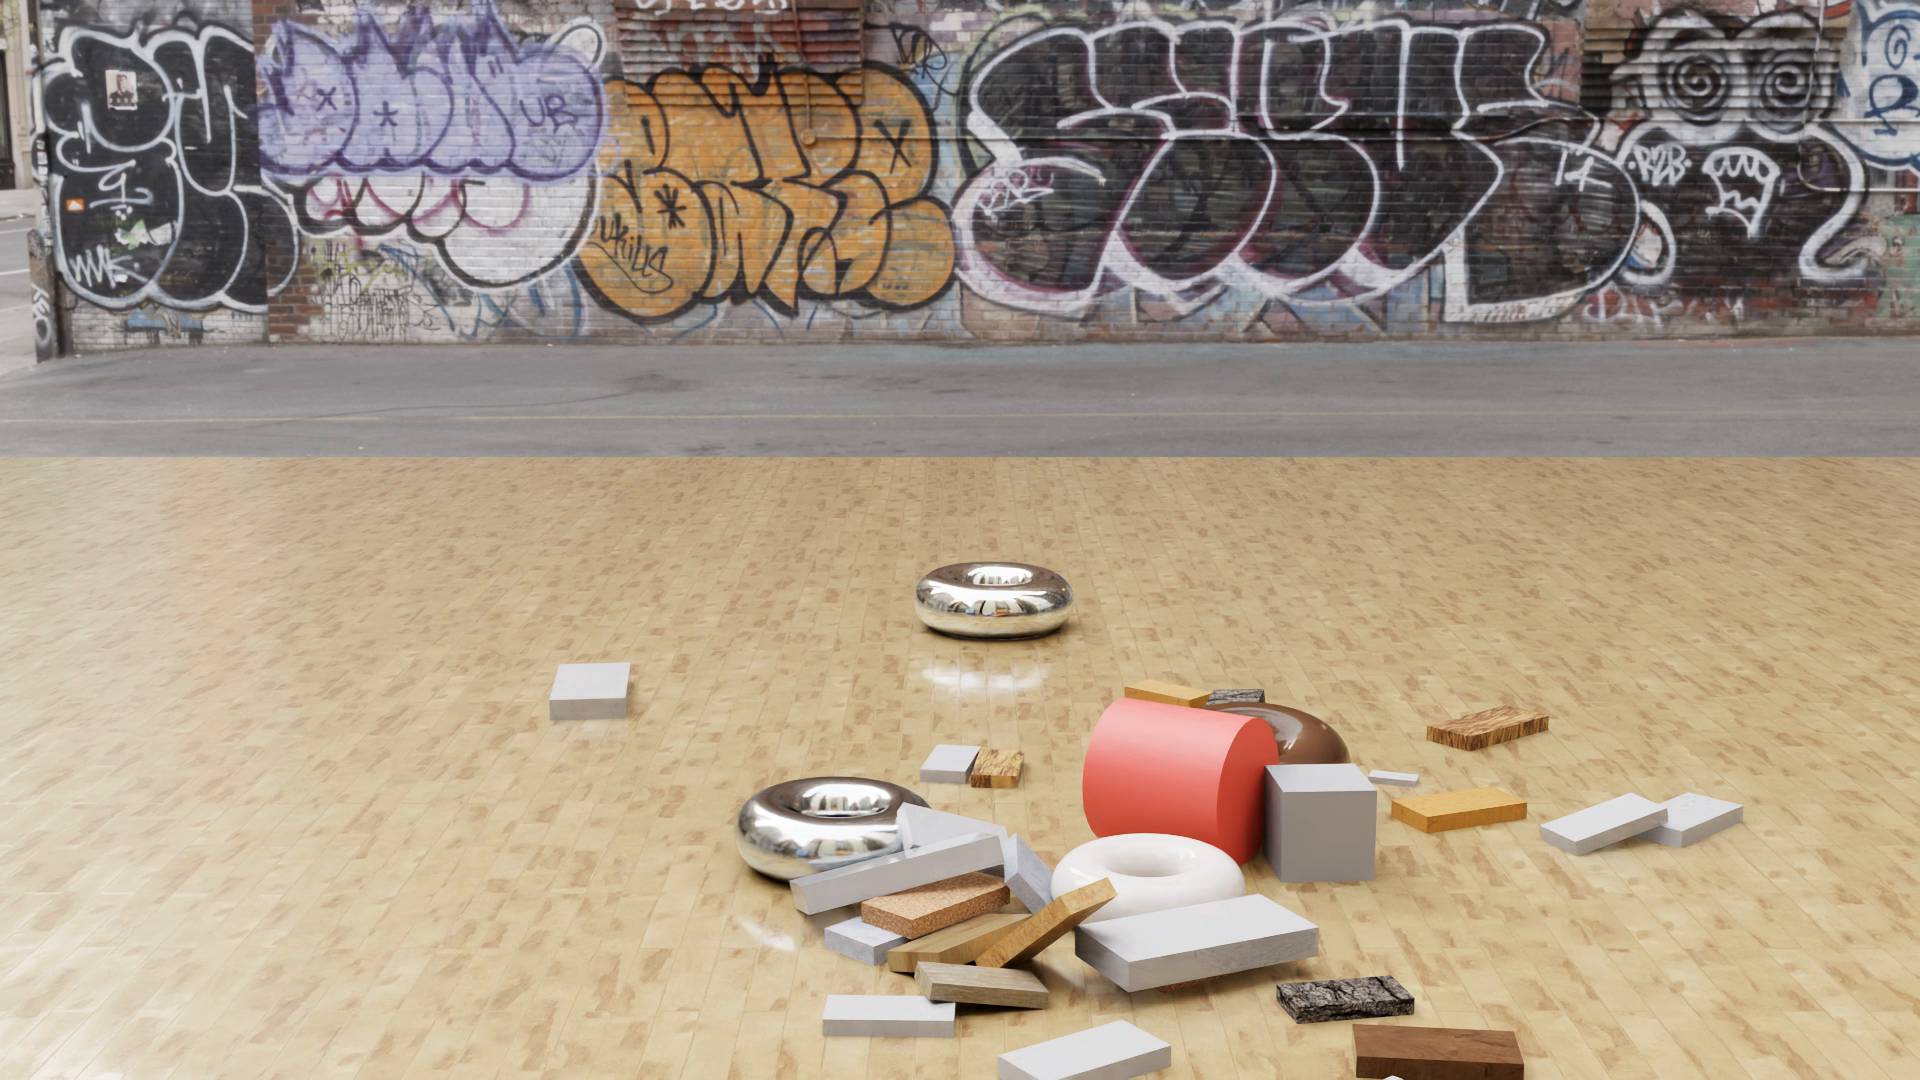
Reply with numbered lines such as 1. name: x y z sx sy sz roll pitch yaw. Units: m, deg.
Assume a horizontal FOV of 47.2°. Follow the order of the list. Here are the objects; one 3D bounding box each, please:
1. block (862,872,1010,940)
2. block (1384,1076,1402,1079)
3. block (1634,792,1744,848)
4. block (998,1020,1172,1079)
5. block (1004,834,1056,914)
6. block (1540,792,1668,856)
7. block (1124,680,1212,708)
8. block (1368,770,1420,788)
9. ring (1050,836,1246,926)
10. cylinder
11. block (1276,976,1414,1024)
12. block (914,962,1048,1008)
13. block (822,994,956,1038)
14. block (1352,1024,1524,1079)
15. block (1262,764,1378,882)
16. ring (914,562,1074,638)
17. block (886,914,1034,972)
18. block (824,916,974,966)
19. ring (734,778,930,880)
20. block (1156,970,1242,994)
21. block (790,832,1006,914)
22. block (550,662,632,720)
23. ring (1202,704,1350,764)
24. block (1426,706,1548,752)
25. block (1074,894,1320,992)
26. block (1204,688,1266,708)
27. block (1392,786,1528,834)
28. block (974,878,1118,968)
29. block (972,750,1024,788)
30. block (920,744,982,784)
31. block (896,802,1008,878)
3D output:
1. block: -0.037 0.575 3.487 0.112 0.032 0.223 10 14 43
2. block: 0.600 0.740 2.780 0.107 0.030 0.213 -9 14 -41
3. block: 1.322 0.510 4.013 0.222 0.031 0.111 -10 14 -42
4. block: 0.169 0.704 2.973 0.213 0.030 0.107 -7 13 -34
5. block: 0.116 0.555 3.602 0.028 0.099 0.199 -42 7 8
6. block: 1.152 0.508 3.931 0.200 0.028 0.099 -16 15 -19
7. block: 0.467 0.346 4.913 0.180 0.025 0.090 10 14 42
8. block: 0.848 0.467 4.297 0.093 0.013 0.046 4 11 20
9. ring: 0.304 0.561 3.548 0.315 0.105 0.315 -1 11 0
10. cylinder: 0.390 0.422 3.869 0.257 0.257 0.257 7 12 31
11. block: 0.558 0.666 3.190 0.177 0.025 0.089 -2 11 -11
12. block: 0.031 0.647 3.200 0.177 0.025 0.089 8 7 -17
13. block: -0.099 0.677 3.130 0.184 0.025 0.089 0 11 2
14. block: 0.648 0.700 2.992 0.220 0.031 0.110 1 11 7
15. block: 0.618 0.486 3.790 0.160 0.160 0.160 -1 11 -3
16. ring: 0.087 0.153 5.648 0.414 0.138 0.414 1 12 0
17. block: 0.005 0.617 3.372 0.110 0.031 0.220 -8 2 43
18. block: -0.092 0.612 3.463 0.112 0.032 0.223 10 15 44
19. ring: -0.214 0.504 3.815 0.356 0.119 0.356 1 11 0
20. block: 0.361 0.633 3.348 0.223 0.032 0.112 -7 13 -35
21. block: -0.104 0.537 3.558 0.324 0.046 0.162 -13 -3 -13
22. block: -0.823 0.336 4.911 0.162 0.046 0.324 -1 11 -6
23. ring: 0.543 0.418 4.120 0.375 0.125 0.375 -1 20 0
24. block: 1.112 0.395 4.630 0.264 0.031 0.111 -8 13 -38
25. block: 0.356 0.602 3.303 0.328 0.046 0.162 -5 12 -25
26. block: 0.579 0.369 4.695 0.111 0.031 0.222 -3 14 17
27. block: 0.924 0.499 4.073 0.222 0.031 0.111 -5 11 -23
28. block: 0.127 0.578 3.276 0.110 0.031 0.220 -12 -25 -46
29. block: 0.076 0.452 4.345 0.090 0.025 0.180 1 11 6
30. block: -0.018 0.445 4.378 0.090 0.025 0.180 2 11 10
31. block: -0.006 0.510 3.732 0.199 0.028 0.099 16 32 -24
